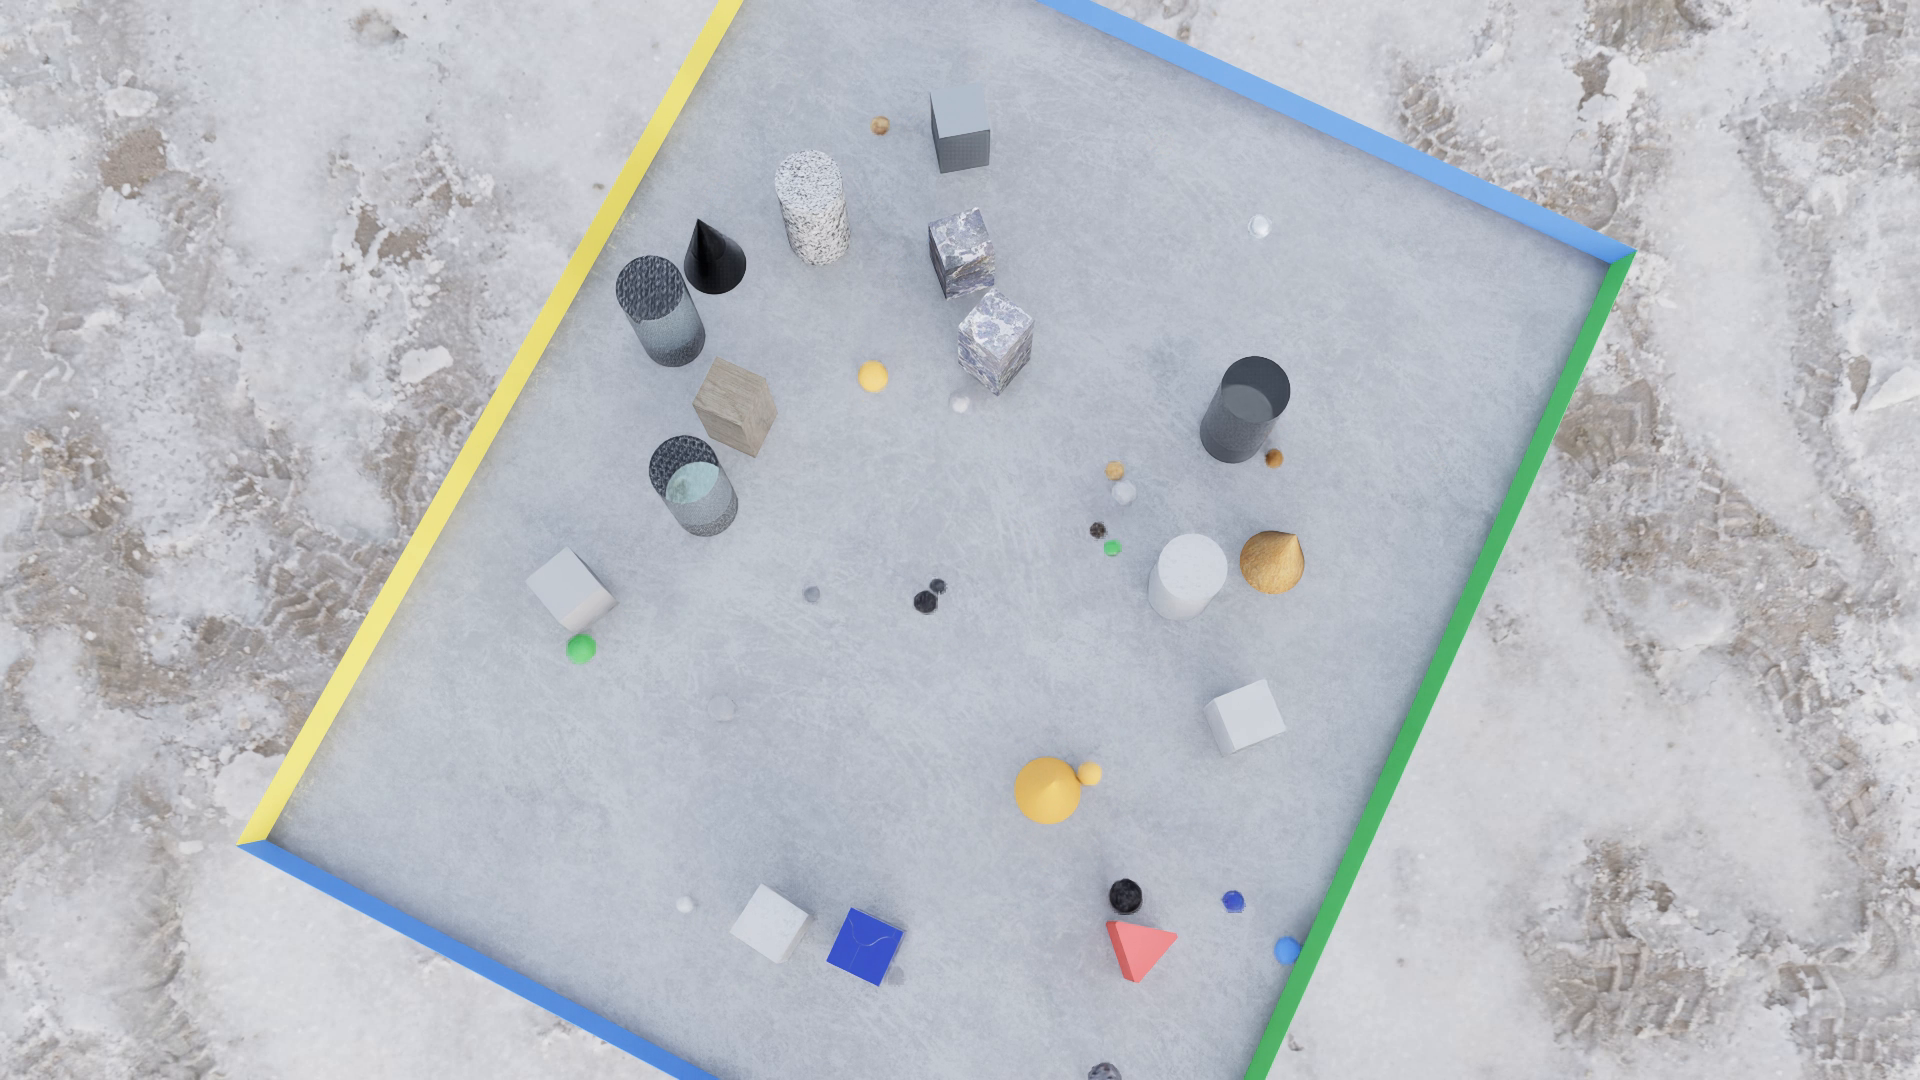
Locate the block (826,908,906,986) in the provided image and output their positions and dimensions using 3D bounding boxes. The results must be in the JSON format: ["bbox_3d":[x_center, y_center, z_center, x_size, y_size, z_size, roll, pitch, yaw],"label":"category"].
[{"bbox_3d":[-0.259,1.147,5.181,0.159,0.387,0.159,24,79,5],"label":"block"}]

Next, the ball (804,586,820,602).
[{"bbox_3d":[-0.449,0.164,5.557,0.050,0.050,0.050,0,78,0],"label":"ball"}]

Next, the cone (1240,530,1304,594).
[{"bbox_3d":[0.954,0.026,5.400,0.199,0.414,0.199,0,78,0],"label":"cone"}]

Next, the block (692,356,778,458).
[{"bbox_3d":[-0.672,-0.394,5.506,0.159,0.377,0.159,24,79,5],"label":"block"}]

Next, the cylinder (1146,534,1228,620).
[{"bbox_3d":[0.667,0.114,5.416,0.199,0.348,0.199,0,78,0],"label":"cylinder"}]

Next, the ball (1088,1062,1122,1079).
[{"bbox_3d":[0.414,1.548,5.245,0.099,0.099,0.099,0,78,0],"label":"ball"}]

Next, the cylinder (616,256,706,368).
[{"bbox_3d":[-0.897,-0.683,5.524,0.199,0.459,0.199,0,78,0],"label":"cylinder"}]

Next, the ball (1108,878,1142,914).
[{"bbox_3d":[0.484,1.040,5.352,0.098,0.098,0.098,0,78,0],"label":"ball"}]

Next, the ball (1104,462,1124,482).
[{"bbox_3d":[0.474,-0.210,5.630,0.059,0.059,0.059,0,78,0],"label":"ball"}]

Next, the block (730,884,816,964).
[{"bbox_3d":[-0.531,1.096,5.238,0.159,0.297,0.159,32,80,6],"label":"block"}]

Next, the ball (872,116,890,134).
[{"bbox_3d":[-0.252,-1.328,5.861,0.059,0.059,0.059,0,78,0],"label":"ball"}]

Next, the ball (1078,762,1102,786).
[{"bbox_3d":[0.384,0.692,5.437,0.072,0.072,0.072,0,78,0],"label":"ball"}]

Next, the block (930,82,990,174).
[{"bbox_3d":[0.000,-1.289,5.744,0.159,0.273,0.159,-11,79,-2],"label":"block"}]

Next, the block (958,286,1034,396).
[{"bbox_3d":[0.107,-0.594,5.542,0.159,0.387,0.159,39,81,7],"label":"block"}]

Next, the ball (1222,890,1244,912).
[{"bbox_3d":[0.800,1.057,5.366,0.062,0.062,0.062,0,78,0],"label":"ball"}]

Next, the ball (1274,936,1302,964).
[{"bbox_3d":[0.954,1.192,5.330,0.078,0.078,0.078,0,78,0],"label":"ball"}]

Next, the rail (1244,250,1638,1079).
[{"bbox_3d":[1.293,0.640,5.417,0.045,0.129,3.505,26,80,5],"label":"rail"}]

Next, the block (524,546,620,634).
[{"bbox_3d":[-1.147,0.156,5.438,0.159,0.287,0.159,-40,81,-8],"label":"block"}]

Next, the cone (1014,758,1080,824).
[{"bbox_3d":[0.261,0.712,5.293,0.199,0.345,0.199,0,78,0],"label":"cone"}]

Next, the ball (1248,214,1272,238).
[{"bbox_3d":[0.947,-0.990,5.784,0.074,0.074,0.074,0,78,0],"label":"ball"}]

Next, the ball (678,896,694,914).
[{"bbox_3d":[-0.805,1.069,5.371,0.048,0.048,0.048,0,78,0],"label":"ball"}]

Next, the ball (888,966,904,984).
[{"bbox_3d":[-0.185,1.266,5.330,0.048,0.048,0.048,0,78,0],"label":"ball"}]

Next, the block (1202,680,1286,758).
[{"bbox_3d":[0.832,0.525,5.378,0.159,0.254,0.159,-21,79,-4],"label":"block"}]

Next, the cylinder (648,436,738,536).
[{"bbox_3d":[-0.781,-0.154,5.411,0.199,0.465,0.199,0,78,0],"label":"cylinder"}]

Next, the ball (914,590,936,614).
[{"bbox_3d":[-0.105,0.188,5.543,0.068,0.068,0.068,0,78,0],"label":"ball"}]

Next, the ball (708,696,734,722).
[{"bbox_3d":[-0.712,0.502,5.473,0.078,0.078,0.078,0,78,0],"label":"ball"}]

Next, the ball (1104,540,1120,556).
[{"bbox_3d":[0.462,0.025,5.586,0.050,0.050,0.050,0,78,0],"label":"ball"}]

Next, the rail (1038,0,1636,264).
[{"bbox_3d":[0.773,-1.507,5.862,2.940,0.129,0.045,26,80,5],"label":"rail"}]

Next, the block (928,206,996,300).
[{"bbox_3d":[0.006,-0.881,5.656,0.159,0.280,0.159,-19,79,-4],"label":"block"}]

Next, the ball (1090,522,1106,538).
[{"bbox_3d":[0.421,-0.030,5.599,0.047,0.047,0.047,0,78,0],"label":"ball"}]

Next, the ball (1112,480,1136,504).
[{"bbox_3d":[0.502,-0.145,5.609,0.074,0.074,0.074,0,78,0],"label":"ball"}]

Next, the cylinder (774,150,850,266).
[{"bbox_3d":[-0.445,-1.010,5.601,0.199,0.440,0.199,0,78,0],"label":"cylinder"}]

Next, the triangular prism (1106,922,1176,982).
[{"bbox_3d":[0.485,1.136,5.205,0.149,0.345,0.172,41,81,8],"label":"triangular prism"}]

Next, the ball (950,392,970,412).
[{"bbox_3d":[-0.001,-0.427,5.674,0.060,0.060,0.060,0,78,0],"label":"ball"}]

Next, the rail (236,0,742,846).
[{"bbox_3d":[-1.293,-0.626,5.679,0.045,0.129,3.505,26,80,5],"label":"rail"}]

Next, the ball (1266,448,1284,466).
[{"bbox_3d":[0.970,-0.253,5.642,0.054,0.054,0.054,0,78,0],"label":"ball"}]

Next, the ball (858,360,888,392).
[{"bbox_3d":[-0.269,-0.508,5.674,0.094,0.094,0.094,0,78,0],"label":"ball"}]

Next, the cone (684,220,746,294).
[{"bbox_3d":[-0.775,-0.910,5.604,0.199,0.394,0.199,0,78,0],"label":"cone"}]

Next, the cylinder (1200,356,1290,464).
[{"bbox_3d":[0.843,-0.381,5.454,0.199,0.473,0.199,0,78,0],"label":"cylinder"}]

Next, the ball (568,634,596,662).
[{"bbox_3d":[-1.135,0.325,5.505,0.087,0.087,0.087,0,78,0],"label":"ball"}]

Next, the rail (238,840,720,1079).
[{"bbox_3d":[-0.773,1.521,5.235,2.940,0.129,0.045,26,80,5],"label":"rail"}]

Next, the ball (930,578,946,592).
[{"bbox_3d":[-0.068,0.138,5.565,0.046,0.046,0.046,0,78,0],"label":"ball"}]
